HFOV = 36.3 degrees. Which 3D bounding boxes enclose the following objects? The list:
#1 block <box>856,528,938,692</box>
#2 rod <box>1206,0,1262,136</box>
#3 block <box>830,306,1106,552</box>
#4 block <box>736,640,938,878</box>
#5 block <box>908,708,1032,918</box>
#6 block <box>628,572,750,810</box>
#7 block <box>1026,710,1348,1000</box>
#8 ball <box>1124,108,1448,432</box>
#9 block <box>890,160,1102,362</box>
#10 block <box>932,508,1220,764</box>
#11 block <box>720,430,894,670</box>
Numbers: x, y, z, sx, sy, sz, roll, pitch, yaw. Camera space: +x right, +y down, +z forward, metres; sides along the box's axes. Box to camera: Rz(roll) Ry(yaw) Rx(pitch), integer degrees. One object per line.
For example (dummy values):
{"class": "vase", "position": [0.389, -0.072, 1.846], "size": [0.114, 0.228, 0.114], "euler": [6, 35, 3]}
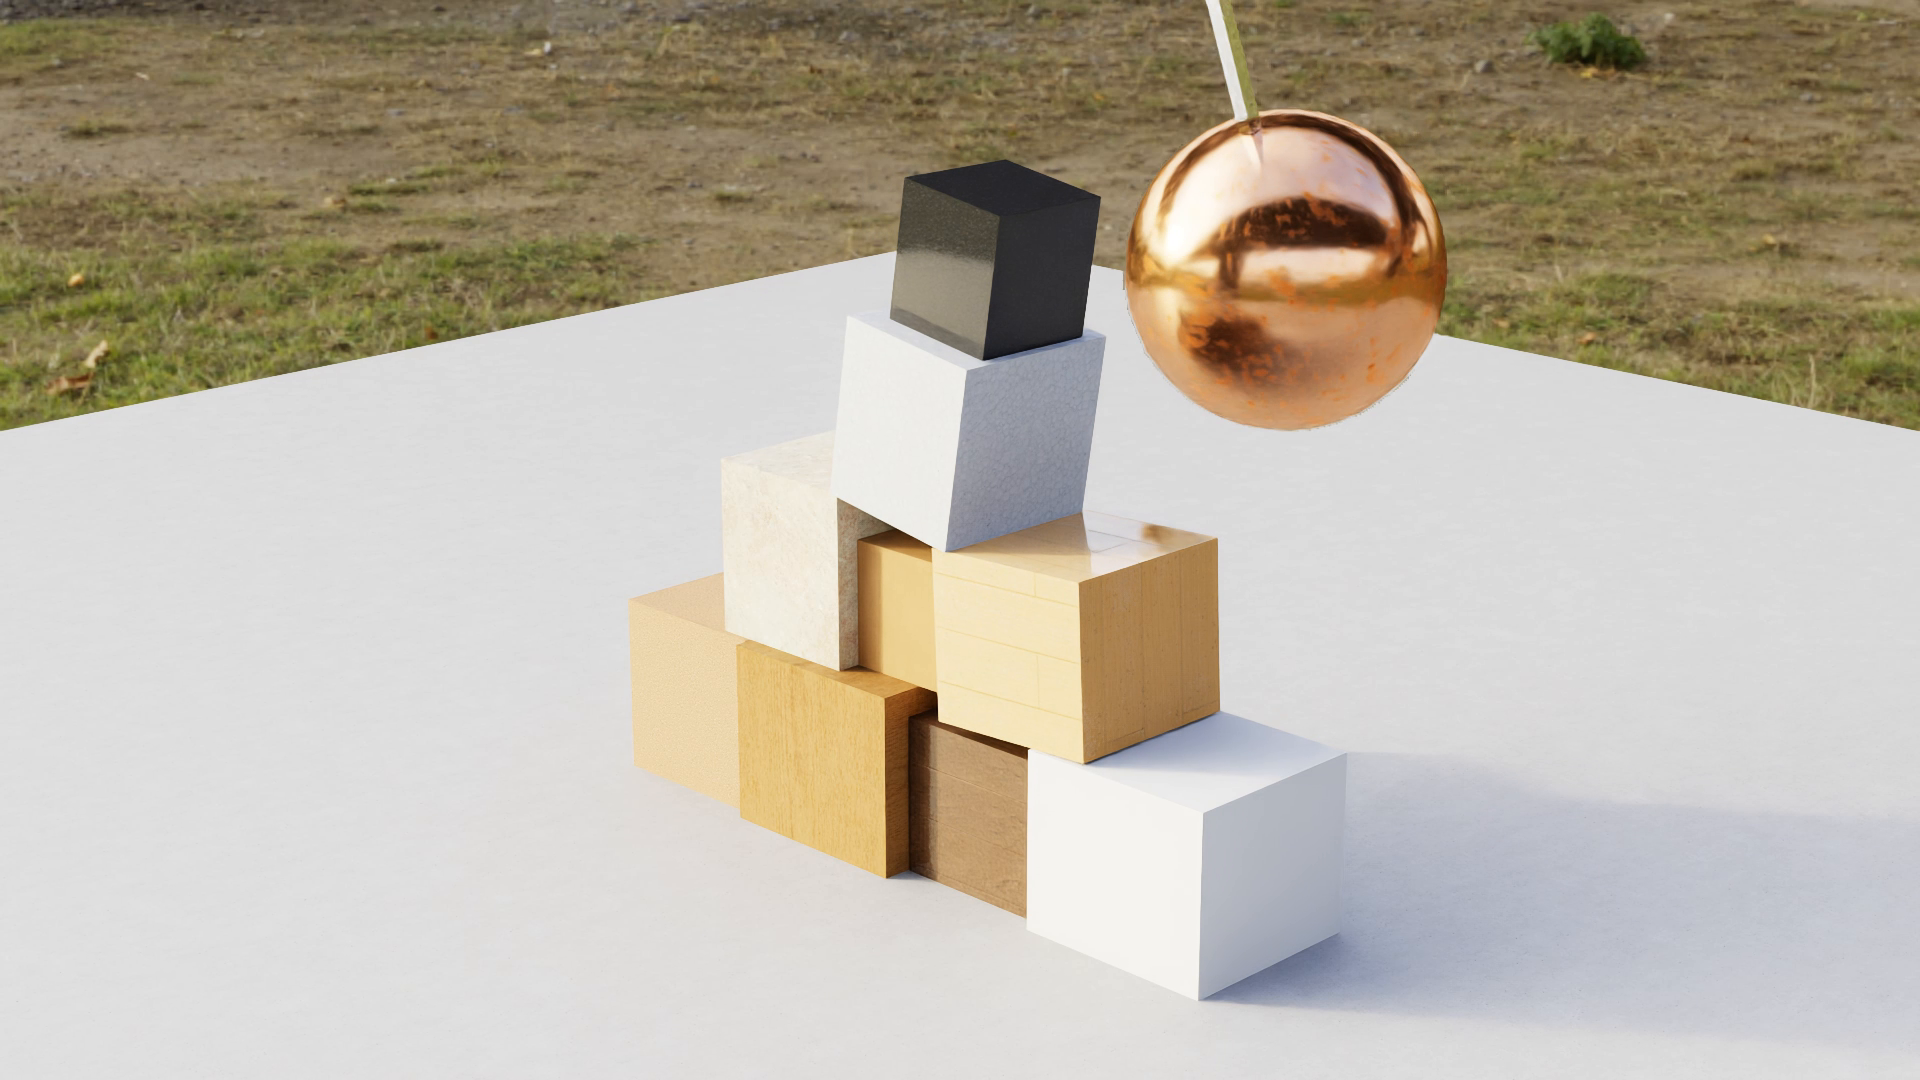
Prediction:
{"class": "block", "position": [-0.048, 0.295, 13.457], "size": [0.632, 0.607, 0.564], "euler": [17, 24, 42]}
{"class": "rod", "position": [0.703, -4.065, 12.801], "size": [0.080, 5.200, 0.080], "euler": [17, 46, 42]}
{"class": "block", "position": [0.031, -0.558, 13.113], "size": [0.879, 0.853, 0.748], "euler": [-17, 33, -42]}
{"class": "block", "position": [-0.318, 0.909, 13.985], "size": [1.074, 0.881, 1.014], "euler": [-17, 24, -42]}
{"class": "block", "position": [0.317, 1.170, 13.363], "size": [0.740, 0.756, 0.814], "euler": [-17, 24, -42]}
{"class": "block", "position": [-0.997, 0.707, 14.627], "size": [0.936, 0.881, 0.879], "euler": [-17, 24, -42]}
{"class": "block", "position": [0.981, 1.313, 12.754], "size": [0.956, 0.847, 0.987], "euler": [-17, 24, -42]}
{"class": "ball", "position": [1.623, -1.344, 14.620], "size": [1.600, 1.600, 1.600], "euler": [0, 17, 0]}
{"class": "block", "position": [0.150, -1.230, 12.798], "size": [0.625, 0.649, 0.585], "euler": [-17, 33, -42]}
{"class": "block", "position": [0.517, 0.398, 12.945], "size": [0.896, 0.800, 0.876], "euler": [-17, 21, -42]}
{"class": "block", "position": [-0.542, 0.021, 13.915], "size": [0.801, 0.855, 0.844], "euler": [17, 24, 42]}
